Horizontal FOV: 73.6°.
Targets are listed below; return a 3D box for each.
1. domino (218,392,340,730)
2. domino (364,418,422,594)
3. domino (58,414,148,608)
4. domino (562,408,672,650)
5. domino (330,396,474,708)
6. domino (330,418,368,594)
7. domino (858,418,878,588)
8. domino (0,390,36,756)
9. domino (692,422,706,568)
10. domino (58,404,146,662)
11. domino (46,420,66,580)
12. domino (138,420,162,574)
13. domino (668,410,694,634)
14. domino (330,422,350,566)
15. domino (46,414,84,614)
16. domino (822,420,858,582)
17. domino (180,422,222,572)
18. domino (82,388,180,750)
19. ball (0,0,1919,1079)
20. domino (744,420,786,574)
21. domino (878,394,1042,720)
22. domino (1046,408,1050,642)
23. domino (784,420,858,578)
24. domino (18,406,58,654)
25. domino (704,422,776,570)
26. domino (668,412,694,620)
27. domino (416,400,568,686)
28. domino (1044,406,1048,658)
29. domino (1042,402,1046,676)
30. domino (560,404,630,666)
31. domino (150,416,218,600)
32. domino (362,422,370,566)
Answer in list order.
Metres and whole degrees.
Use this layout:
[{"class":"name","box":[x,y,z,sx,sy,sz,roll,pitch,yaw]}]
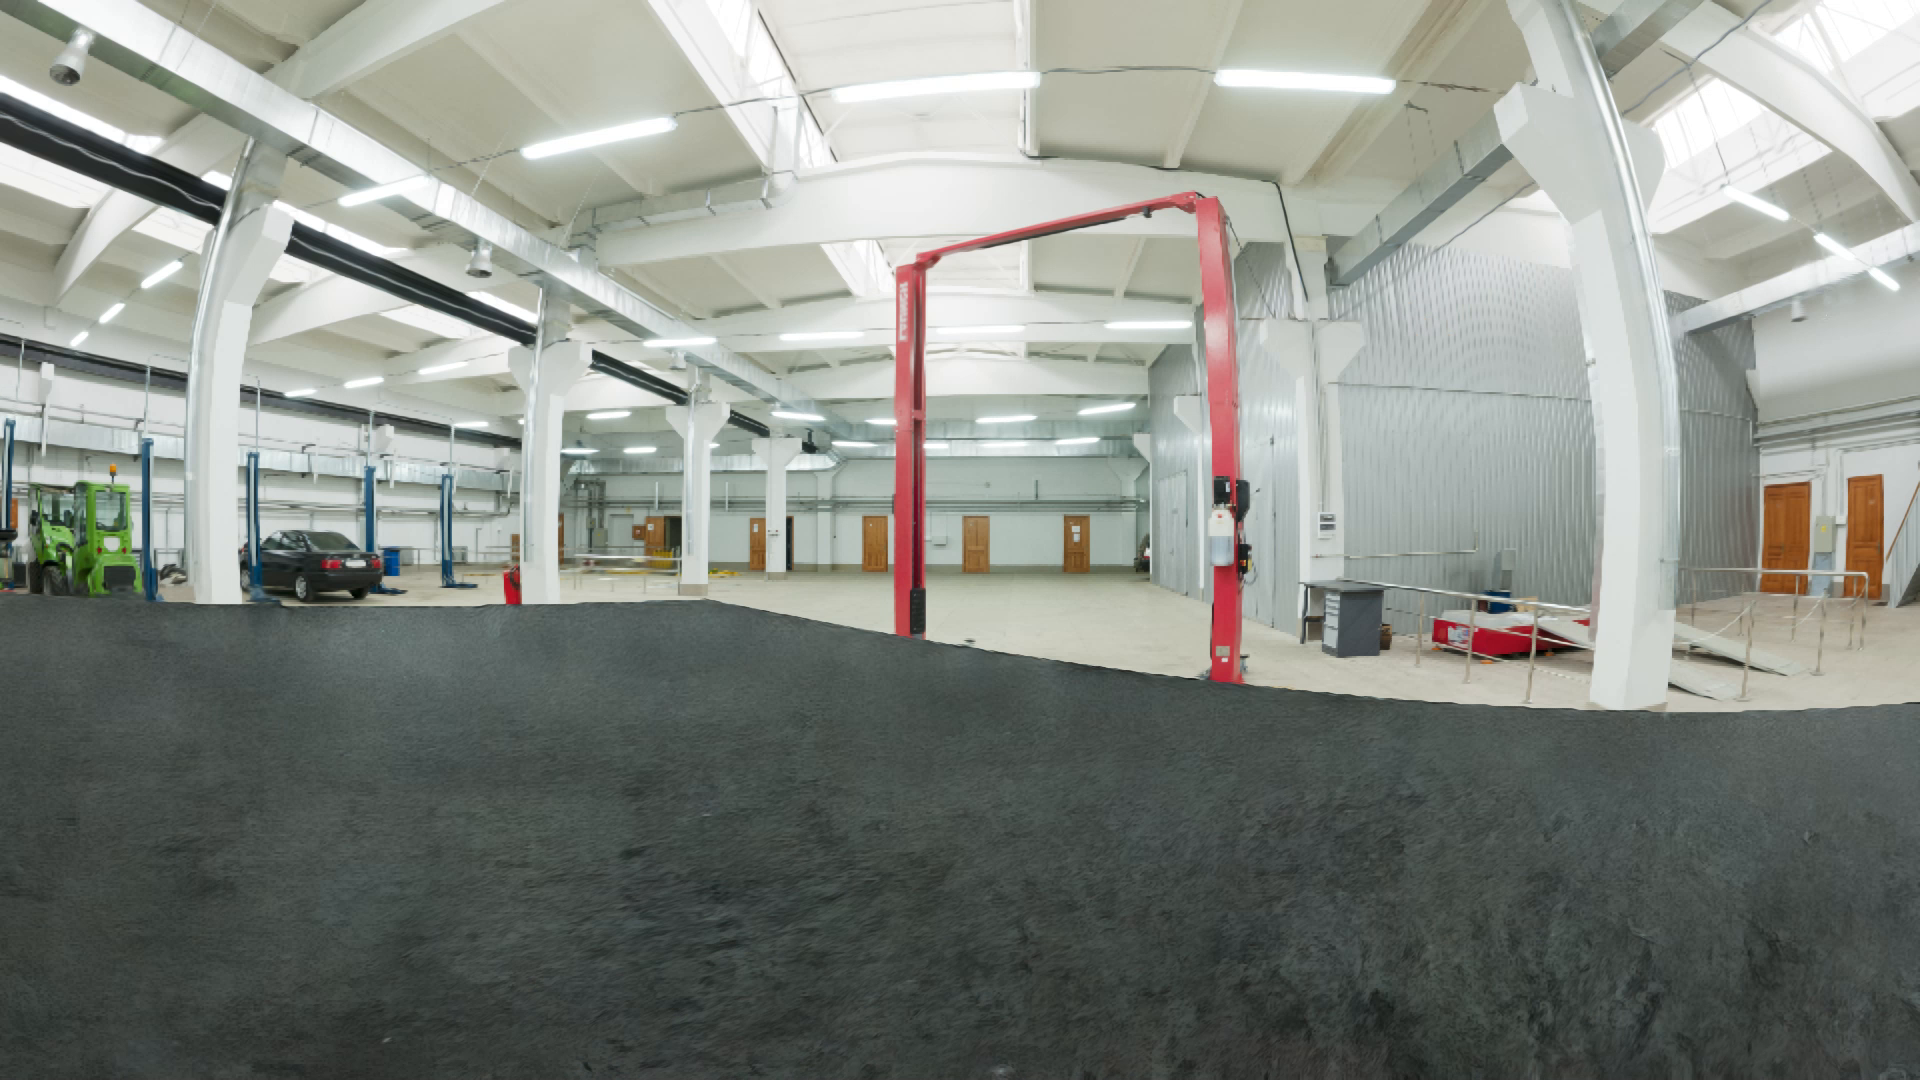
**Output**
[{"class":"domino","box":[-0.107,0.002,0.202,0.010,0.050,0.025,-4,6,-42]},{"class":"domino","box":[-0.163,-0.011,0.377,0.010,0.050,0.025,0,4,2]},{"class":"domino","box":[-0.230,-0.008,0.344,0.025,0.050,0.009,3,5,36]},{"class":"domino","box":[-0.075,-0.003,0.271,0.025,0.050,0.010,1,4,7]},{"class":"domino","box":[-0.094,0.001,0.216,0.025,0.050,0.010,3,5,34]},{"class":"domino","box":[-0.183,-0.011,0.376,0.009,0.050,0.025,-1,4,-9]},{"class":"domino","box":[-0.018,-0.012,0.389,0.025,0.050,0.010,-3,5,-37]},{"class":"domino","box":[-0.140,0.004,0.180,0.010,0.050,0.025,-2,5,-26]},{"class":"domino","box":[-0.092,-0.016,0.451,0.010,0.050,0.025,2,5,27]},{"class":"domino","box":[-0.175,-0.002,0.262,0.010,0.050,0.025,-2,5,-25]},{"class":"domino","box":[-0.289,-0.013,0.413,0.025,0.050,0.010,4,6,40]},{"class":"domino","box":[-0.275,-0.014,0.427,0.010,0.050,0.025,-4,6,-43]},{"class":"domino","box":[-0.074,-0.004,0.290,0.025,0.050,0.010,0,4,-3]},{"class":"domino","box":[-0.225,-0.017,0.456,0.009,0.050,0.025,-1,5,-18]},{"class":"domino","box":[-0.239,-0.007,0.327,0.025,0.050,0.009,1,4,15]},{"class":"domino","box":[-0.030,-0.013,0.404,0.025,0.050,0.010,-4,6,-43]},{"class":"domino","box":[-0.260,-0.015,0.439,0.010,0.050,0.025,-3,5,-34]},{"class":"domino","box":[-0.123,0.003,0.190,0.010,0.050,0.025,-3,5,-33]},{"class":"ball","box":[0.000,-0.002,0.056,0.080,0.080,0.080,0,4,0]},{"class":"domino","box":[-0.059,-0.015,0.430,0.009,0.050,0.025,3,5,37]},{"class":"domino","box":[0.000,0.002,0.201,0.025,0.050,0.010,0,4,0]},{"class":"domino","box":[0.007,-0.003,0.278,0.025,0.050,0.010,0,4,3]},{"class":"domino","box":[-0.044,-0.014,0.418,0.009,0.050,0.025,4,6,42]},{"class":"domino","box":[-0.193,-0.002,0.255,0.010,0.050,0.025,-1,4,-8]},{"class":"domino","box":[-0.075,-0.016,0.441,0.010,0.050,0.025,3,5,32]},{"class":"domino","box":[-0.078,-0.006,0.309,0.025,0.050,0.009,-1,5,-18]},{"class":"domino","box":[-0.085,0.000,0.233,0.025,0.050,0.010,2,5,23]},{"class":"domino","box":[0.005,-0.002,0.259,0.025,0.050,0.010,0,4,5]},{"class":"domino","box":[0.003,0.000,0.239,0.025,0.050,0.010,0,4,6]},{"class":"domino","box":[-0.079,-0.001,0.252,0.025,0.050,0.009,1,4,15]},{"class":"domino","box":[-0.217,-0.009,0.358,0.009,0.050,0.025,-4,6,-42]},{"class":"domino","box":[-0.206,-0.017,0.461,0.009,0.050,0.025,-1,4,-13]}]
